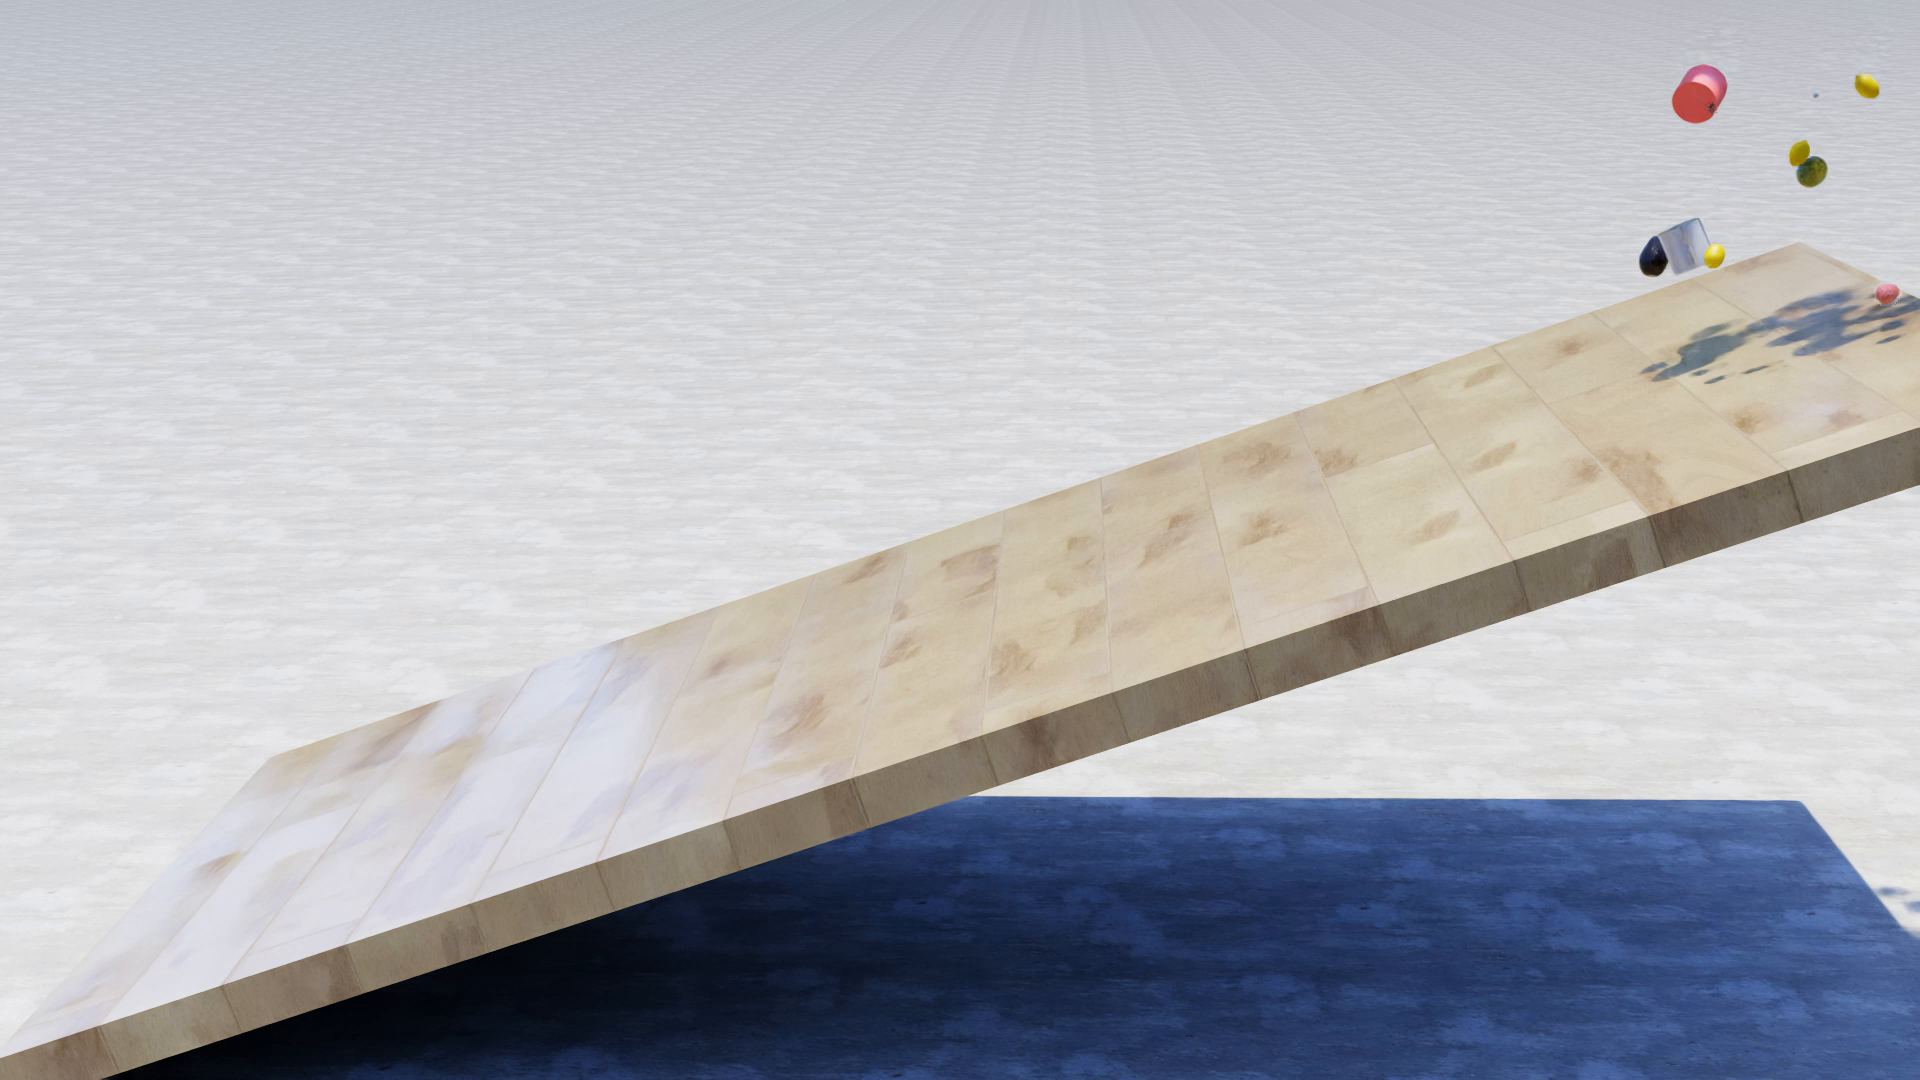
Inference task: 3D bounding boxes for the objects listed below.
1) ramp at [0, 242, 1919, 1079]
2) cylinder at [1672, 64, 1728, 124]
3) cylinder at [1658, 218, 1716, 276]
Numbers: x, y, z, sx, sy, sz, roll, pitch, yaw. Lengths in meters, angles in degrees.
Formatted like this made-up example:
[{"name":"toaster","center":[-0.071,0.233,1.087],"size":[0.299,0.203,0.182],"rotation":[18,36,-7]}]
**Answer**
[{"name":"ramp","center":[0.110,0.179,6.302],"size":[4.000,0.100,2.000],"rotation":[-19,11,6]},{"name":"cylinder","center":[1.529,-0.922,6.080],"size":[0.092,0.092,0.092],"rotation":[6,33,26]},{"name":"cylinder","center":[1.516,-0.613,6.133],"size":[0.092,0.092,0.092],"rotation":[-23,5,2]}]
